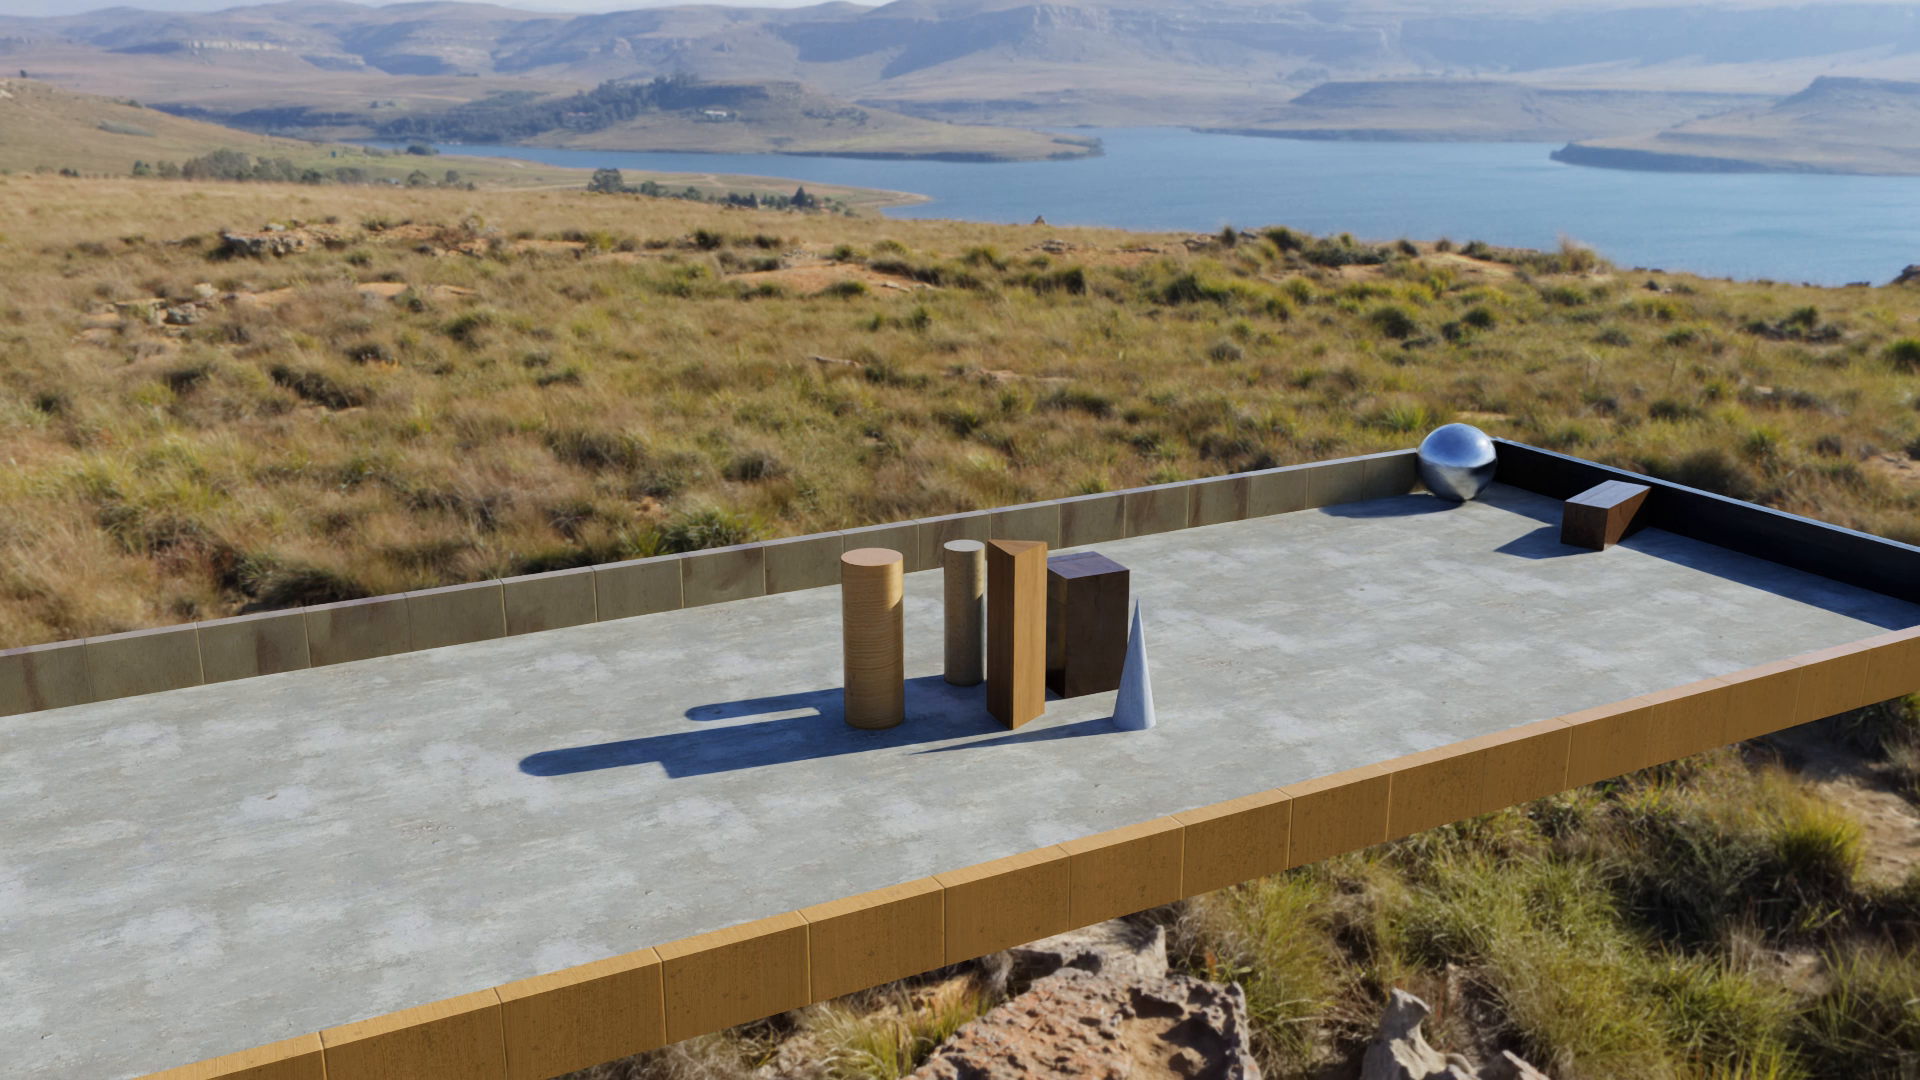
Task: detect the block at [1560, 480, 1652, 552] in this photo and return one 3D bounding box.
[{"bbox_3d":[2.112,-0.083,5.389,0.141,0.141,0.369,14,22,40],"label":"block"}]

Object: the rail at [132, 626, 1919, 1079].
[{"bbox_3d":[-2.336,1.006,1.665,12.000,0.150,0.050,-9,18,-27],"label":"rail"}]

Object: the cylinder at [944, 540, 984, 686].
[{"bbox_3d":[0.010,0.182,4.110,0.101,0.352,0.101,0,16,0],"label":"cylinder"}]

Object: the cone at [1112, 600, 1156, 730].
[{"bbox_3d":[0.411,0.278,3.850,0.103,0.316,0.103,0,16,0],"label":"cone"}]

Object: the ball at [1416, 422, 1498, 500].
[{"bbox_3d":[1.748,-0.275,5.807,0.273,0.273,0.273,0,16,0],"label":"ball"}]

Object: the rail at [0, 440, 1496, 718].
[{"bbox_3d":[-3.305,0.497,3.399,12.000,0.150,0.050,-9,18,-27],"label":"rail"}]

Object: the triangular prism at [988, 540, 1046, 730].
[{"bbox_3d":[0.113,0.214,3.872,0.119,0.426,0.137,12,20,35],"label":"triangular prism"}]

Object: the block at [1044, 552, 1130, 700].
[{"bbox_3d":[0.297,0.208,4.099,0.175,0.308,0.175,-8,18,-24],"label":"block"}]

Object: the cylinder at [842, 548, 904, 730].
[{"bbox_3d":[-0.203,0.231,3.855,0.142,0.402,0.142,0,16,0],"label":"cylinder"}]

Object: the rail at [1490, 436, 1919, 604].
[{"bbox_3d":[2.466,-0.048,5.253,0.050,0.150,2.100,-9,18,-27],"label":"rail"}]
